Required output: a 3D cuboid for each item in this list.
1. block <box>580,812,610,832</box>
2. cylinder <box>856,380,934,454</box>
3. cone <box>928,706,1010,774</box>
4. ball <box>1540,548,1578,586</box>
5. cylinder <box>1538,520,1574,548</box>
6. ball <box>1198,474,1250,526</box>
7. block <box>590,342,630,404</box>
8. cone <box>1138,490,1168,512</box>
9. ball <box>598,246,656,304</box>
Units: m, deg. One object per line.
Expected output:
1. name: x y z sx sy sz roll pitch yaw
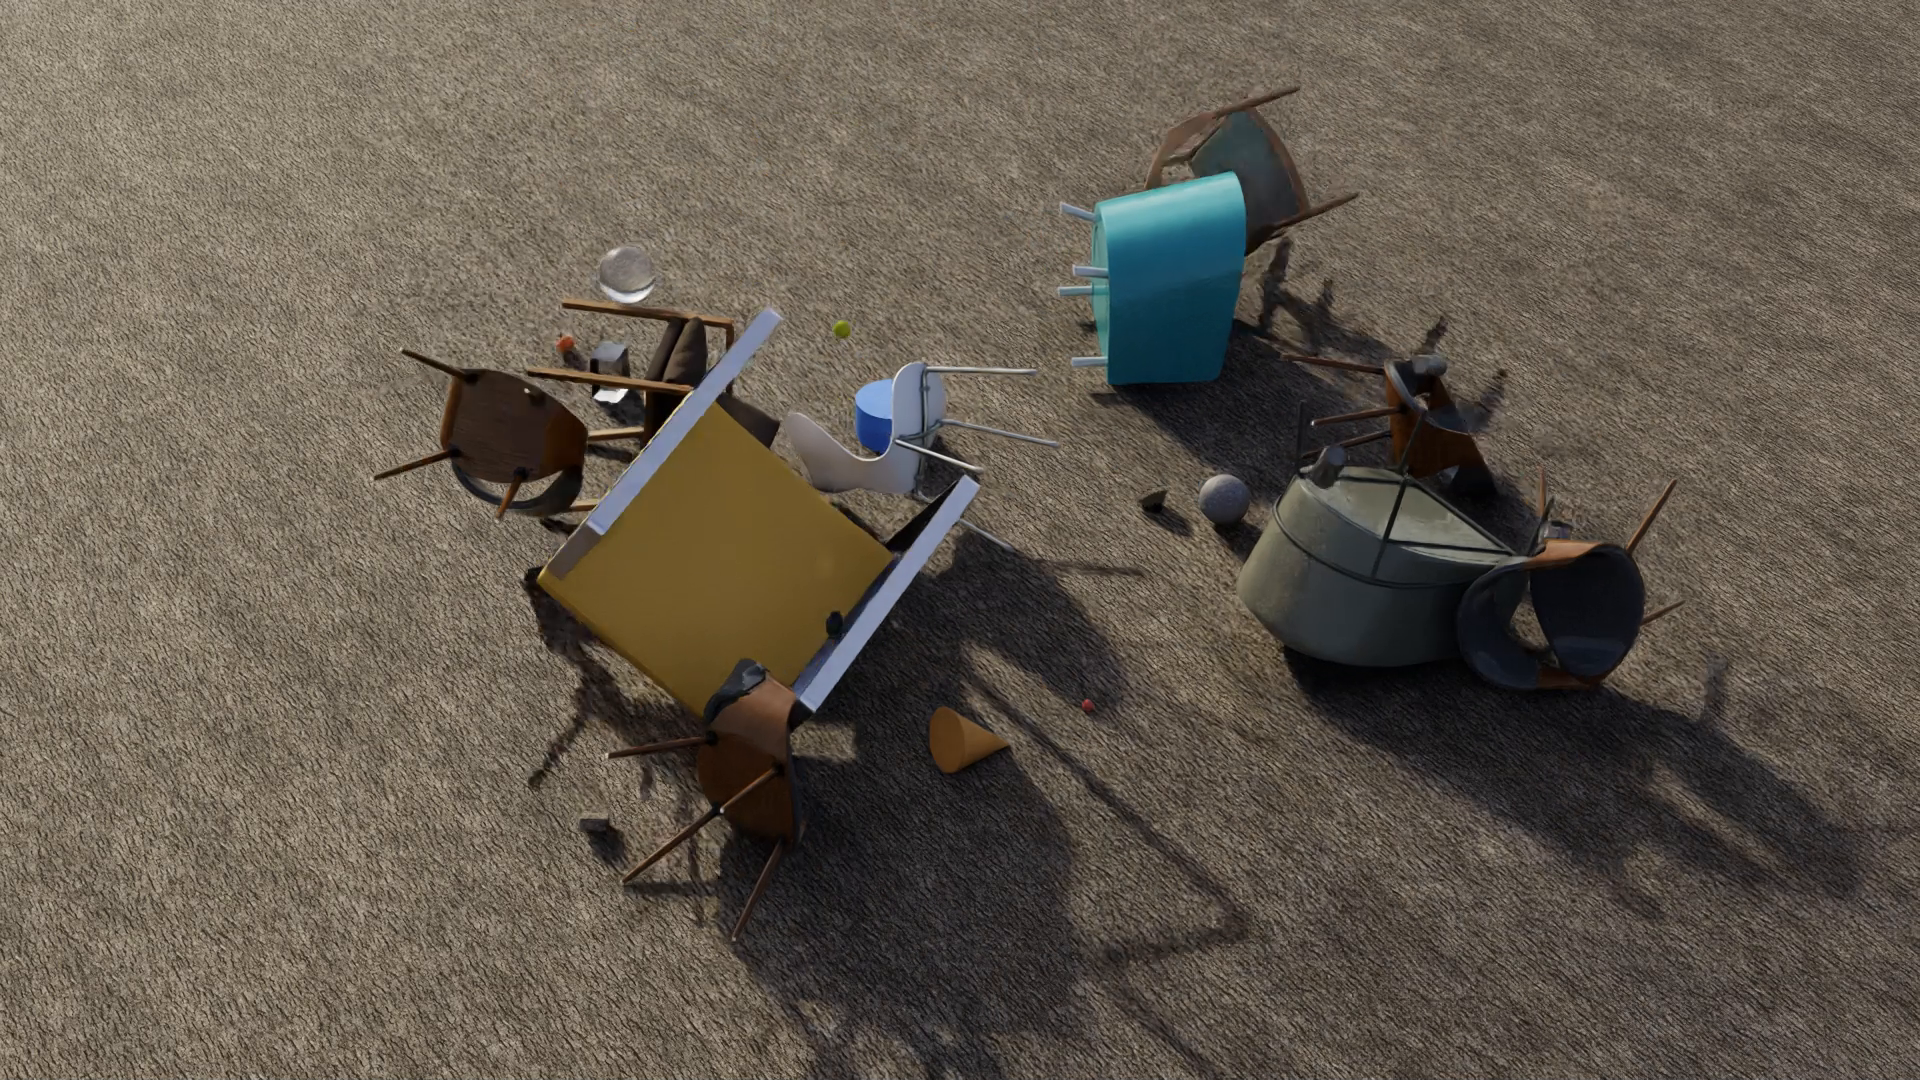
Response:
1. block: -1.183 0.911 9.492 0.083 0.041 0.091 1 8 1
2. cylinder: -0.258 -0.486 11.539 0.298 0.157 0.318 -23 40 -31
3. cone: 0.064 0.678 9.831 0.256 0.199 0.256 6 33 -31
4. ball: 2.179 0.097 10.673 0.137 0.137 0.137 0 33 0
5. cylinder: 2.049 -0.020 10.088 0.113 0.111 0.063 12 76 5
6. ball: 0.992 -0.151 11.001 0.191 0.191 0.191 0 33 0
7. block: -1.407 -0.674 11.794 0.109 0.189 0.136 10 35 15
8. cone: 0.743 -0.133 11.107 0.119 0.067 0.107 -25 -13 16
9. ball: -1.284 -1.023 11.309 0.224 0.224 0.224 0 33 0
